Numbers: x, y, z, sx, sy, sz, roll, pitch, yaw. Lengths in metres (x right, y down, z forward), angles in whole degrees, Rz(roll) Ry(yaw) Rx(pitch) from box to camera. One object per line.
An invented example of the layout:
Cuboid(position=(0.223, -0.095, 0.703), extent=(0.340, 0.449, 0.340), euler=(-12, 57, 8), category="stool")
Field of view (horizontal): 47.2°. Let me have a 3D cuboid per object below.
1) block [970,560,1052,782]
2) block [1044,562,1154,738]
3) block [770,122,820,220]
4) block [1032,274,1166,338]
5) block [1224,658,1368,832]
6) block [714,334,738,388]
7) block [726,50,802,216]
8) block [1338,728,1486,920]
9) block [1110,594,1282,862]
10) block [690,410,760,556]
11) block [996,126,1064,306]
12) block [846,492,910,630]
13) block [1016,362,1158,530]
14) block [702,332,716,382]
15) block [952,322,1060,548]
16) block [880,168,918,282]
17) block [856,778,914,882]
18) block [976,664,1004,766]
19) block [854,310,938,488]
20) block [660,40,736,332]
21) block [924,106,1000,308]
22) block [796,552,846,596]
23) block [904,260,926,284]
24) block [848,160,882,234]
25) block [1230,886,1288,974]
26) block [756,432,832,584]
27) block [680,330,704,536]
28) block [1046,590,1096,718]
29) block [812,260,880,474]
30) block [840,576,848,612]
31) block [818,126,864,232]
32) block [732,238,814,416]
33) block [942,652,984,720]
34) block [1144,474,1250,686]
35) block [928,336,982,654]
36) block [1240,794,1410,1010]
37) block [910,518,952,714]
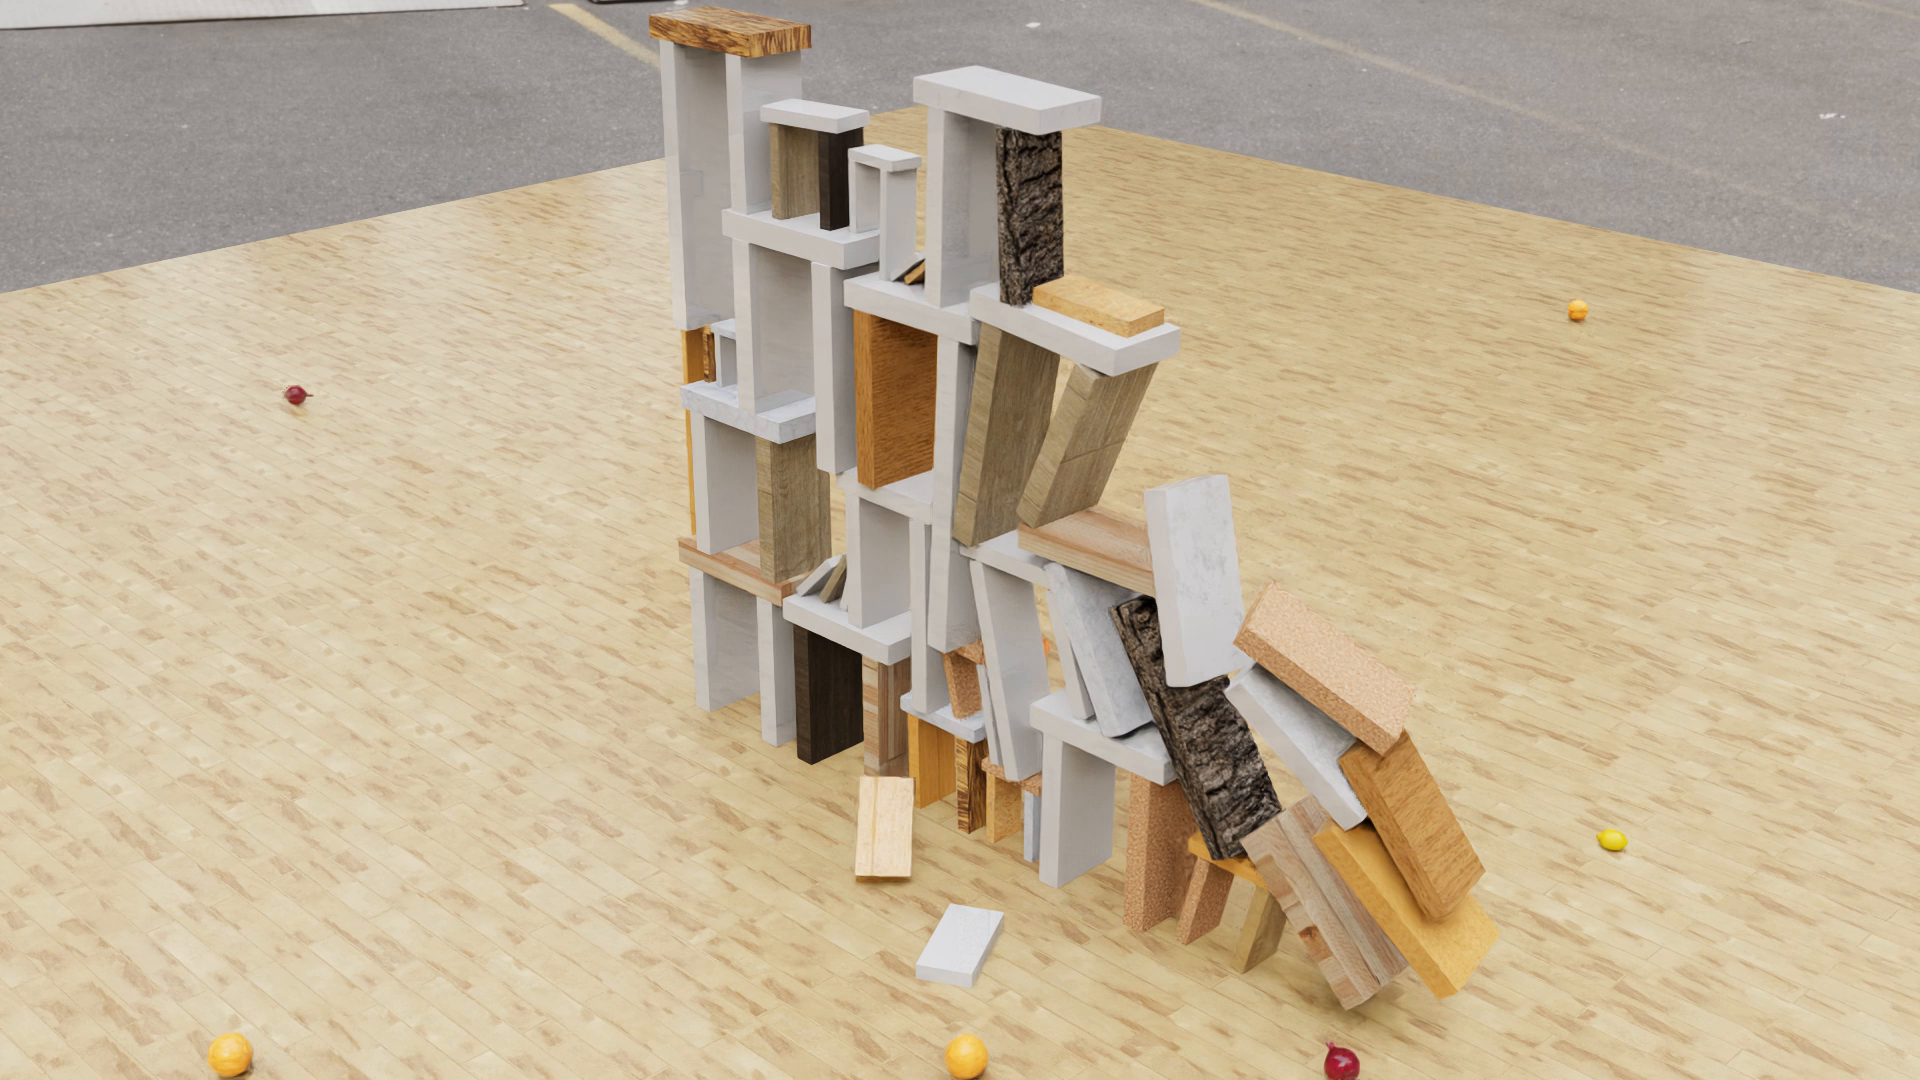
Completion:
Cuboid(position=(0.108, 0.234, 4.205), extent=(0.121, 0.438, 0.034), euler=(-21, 17, -40), category="block")
Cuboid(position=(0.279, 0.175, 3.998), extent=(0.166, 0.331, 0.047), euler=(-21, 3, -40), category="block")
Cuboid(position=(-0.320, -0.723, 4.257), extent=(0.095, 0.191, 0.027), euler=(-19, 30, -37), category="block")
Cuboid(position=(0.240, -0.407, 3.817), extent=(0.209, 0.030, 0.104), euler=(25, 33, 34), category="block")
Cuboid(position=(0.575, 0.315, 3.609), extent=(0.043, 0.301, 0.150), euler=(-39, 3, 43), category="block")
Cuboid(position=(-0.483, -0.381, 4.590), extent=(0.016, 0.116, 0.058), euler=(21, 31, 41), category="block")
Cuboid(position=(-0.379, -0.803, 4.297), extent=(0.044, 0.309, 0.154), euler=(21, 31, 40), category="block")
Cuboid(position=(0.742, 0.453, 3.605), extent=(0.043, 0.301, 0.150), euler=(-29, 2, 42), category="block")
Cuboid(position=(0.424, 0.314, 3.891), extent=(0.166, 0.477, 0.047), euler=(-22, 0, -42), category="block")
Cuboid(position=(-0.492, -0.141, 4.693), extent=(0.158, 0.317, 0.045), euler=(-21, 31, -41), category="block")
Cuboid(position=(0.123, -0.577, 3.824), extent=(0.043, 0.306, 0.153), euler=(12, 27, 29), category="block")
Cuboid(position=(-0.160, 0.023, 4.415), extent=(0.143, 0.286, 0.041), euler=(-21, 30, -40), category="block")
Cuboid(position=(0.224, -0.183, 3.893), extent=(0.171, 0.343, 0.049), euler=(-21, 54, -40), category="block")
Cuboid(position=(-0.513, -0.389, 4.619), extent=(0.015, 0.108, 0.054), euler=(21, 31, 40), category="block")
Cuboid(position=(0.090, -0.210, 4.040), extent=(0.171, 0.444, 0.049), euler=(-21, 41, -41), category="block")
Cuboid(position=(-0.116, -0.593, 4.107), extent=(0.069, 0.211, 0.020), euler=(-16, 30, -33), category="block")
Cuboid(position=(-0.145, 0.560, 4.259), extent=(0.104, 0.030, 0.209), euler=(1, 57, 1), category="block")
Cuboid(position=(0.079, 0.329, 4.273), extent=(0.072, 0.208, 0.021), euler=(-21, 19, -40), category="block")
Cuboid(position=(-0.119, -0.289, 4.232), extent=(0.174, 0.347, 0.049), euler=(-20, 29, -39), category="block")
Cuboid(position=(-0.524, -0.730, 4.487), extent=(0.044, 0.592, 0.154), euler=(22, 31, 40), category="block")
Cuboid(position=(0.012, -0.607, 3.944), extent=(0.153, 0.360, 0.043), euler=(-19, 32, -37), category="block")
Cuboid(position=(-0.275, 0.069, 4.529), extent=(0.071, 0.020, 0.141), euler=(-21, -13, -40), category="block")
Cuboid(position=(-0.054, -0.507, 4.077), extent=(0.054, 0.015, 0.107), euler=(-19, -7, -37), category="block")
Cuboid(position=(-0.177, -0.655, 4.164), extent=(0.069, 0.139, 0.020), euler=(-19, 29, -37), category="block")
Cuboid(position=(0.546, 0.675, 3.918), extent=(0.028, 0.196, 0.098), euler=(35, 39, 32), category="block")
Cuboid(position=(-0.343, -0.082, 4.555), extent=(0.045, 0.317, 0.158), euler=(21, 31, 41), category="block")
Cuboid(position=(-0.564, -0.064, 4.812), extent=(0.054, 0.858, 0.015), euler=(-21, 31, -41), category="block")
Cuboid(position=(0.236, 0.193, 4.048), extent=(0.121, 0.243, 0.034), euler=(-21, 13, -40), category="block")
Cuboid(position=(-0.203, -0.353, 4.295), extent=(0.050, 0.418, 0.178), euler=(20, 30, 39), category="block")
Cuboid(position=(-0.199, 0.076, 4.475), extent=(0.071, 0.141, 0.020), euler=(-21, 49, -40), category="block")
Cuboid(position=(-0.225, -0.692, 4.187), extent=(0.027, 0.191, 0.095), euler=(19, 30, 37), category="block")
Cuboid(position=(-0.368, -0.448, 4.439), extent=(0.178, 0.356, 0.050), euler=(-21, 31, -41), category="block")
Cuboid(position=(0.008, 0.271, 4.325), extent=(0.072, 0.145, 0.021), euler=(-21, 17, -41), category="block")
Cuboid(position=(0.407, 0.067, 3.772), extent=(0.169, 0.337, 0.048), euler=(-14, 10, -43), category="block")
Cuboid(position=(0.028, -0.100, 4.150), extent=(0.174, 0.633, 0.049), euler=(-21, 34, -40), category="block")
Cuboid(position=(0.639, 0.622, 3.810), extent=(0.169, 0.337, 0.048), euler=(-25, -10, -41), category="block")
Cuboid(position=(-0.030, 0.130, 4.319), extent=(0.143, 0.411, 0.041), euler=(-21, 31, -40), category="block")
